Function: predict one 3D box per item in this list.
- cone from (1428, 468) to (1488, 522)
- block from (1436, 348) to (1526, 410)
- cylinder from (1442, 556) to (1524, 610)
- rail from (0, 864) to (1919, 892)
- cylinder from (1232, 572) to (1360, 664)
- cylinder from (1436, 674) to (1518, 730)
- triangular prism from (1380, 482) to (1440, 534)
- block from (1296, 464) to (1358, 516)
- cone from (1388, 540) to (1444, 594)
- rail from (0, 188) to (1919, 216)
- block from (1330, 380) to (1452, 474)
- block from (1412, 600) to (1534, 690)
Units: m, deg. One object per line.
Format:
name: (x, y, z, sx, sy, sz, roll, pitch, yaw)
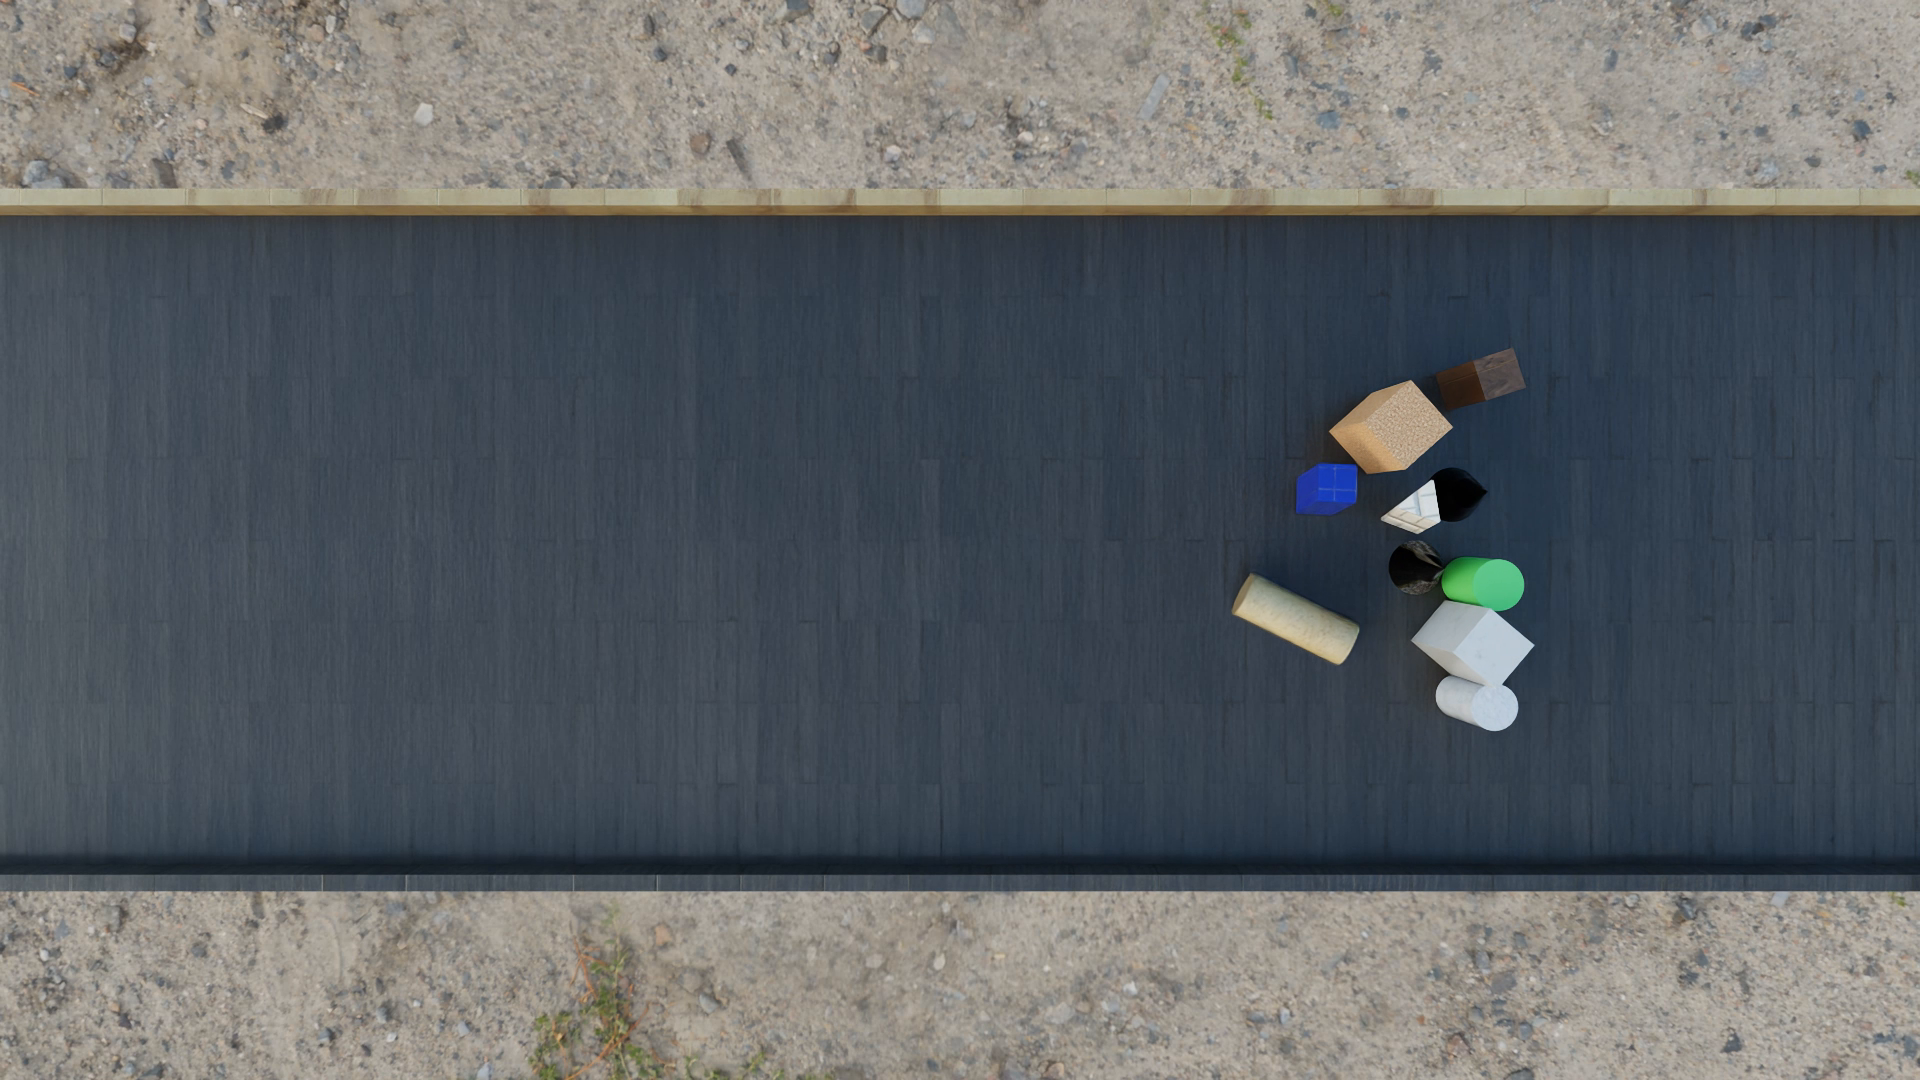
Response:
cone: (1.515, -0.139, 4.904, 0.168, 0.345, 0.168, 0, 90, 0)
block: (1.538, -0.473, 4.889, 0.121, 0.375, 0.121, -18, 90, 0)
cylinder: (1.557, 0.128, 4.924, 0.150, 0.302, 0.150, 0, 91, 0)
rail: (-2.247, 1.025, 5.001, 12.000, 0.150, 0.050, 0, 90, 0)
cylinder: (1.018, 0.239, 5.007, 0.355, 0.139, 0.139, 26, 90, 0)
cylinder: (1.536, 0.481, 4.914, 0.136, 0.321, 0.136, 0, 91, -2)
triangular prism: (1.348, -0.106, 4.879, 0.122, 0.384, 0.106, 22, 88, 8)
block: (1.091, -0.149, 4.920, 0.111, 0.304, 0.111, 3, 84, 0)
cone: (1.403, 0.084, 4.926, 0.167, 0.301, 0.167, 0, 90, 0)
rail: (-2.247, -1.025, 5.002, 12.000, 0.150, 0.050, 0, 90, 0)
block: (1.258, -0.326, 4.848, 0.178, 0.454, 0.178, -42, 90, 1)
block: (1.503, 0.303, 4.860, 0.163, 0.428, 0.163, 40, 91, -1)
